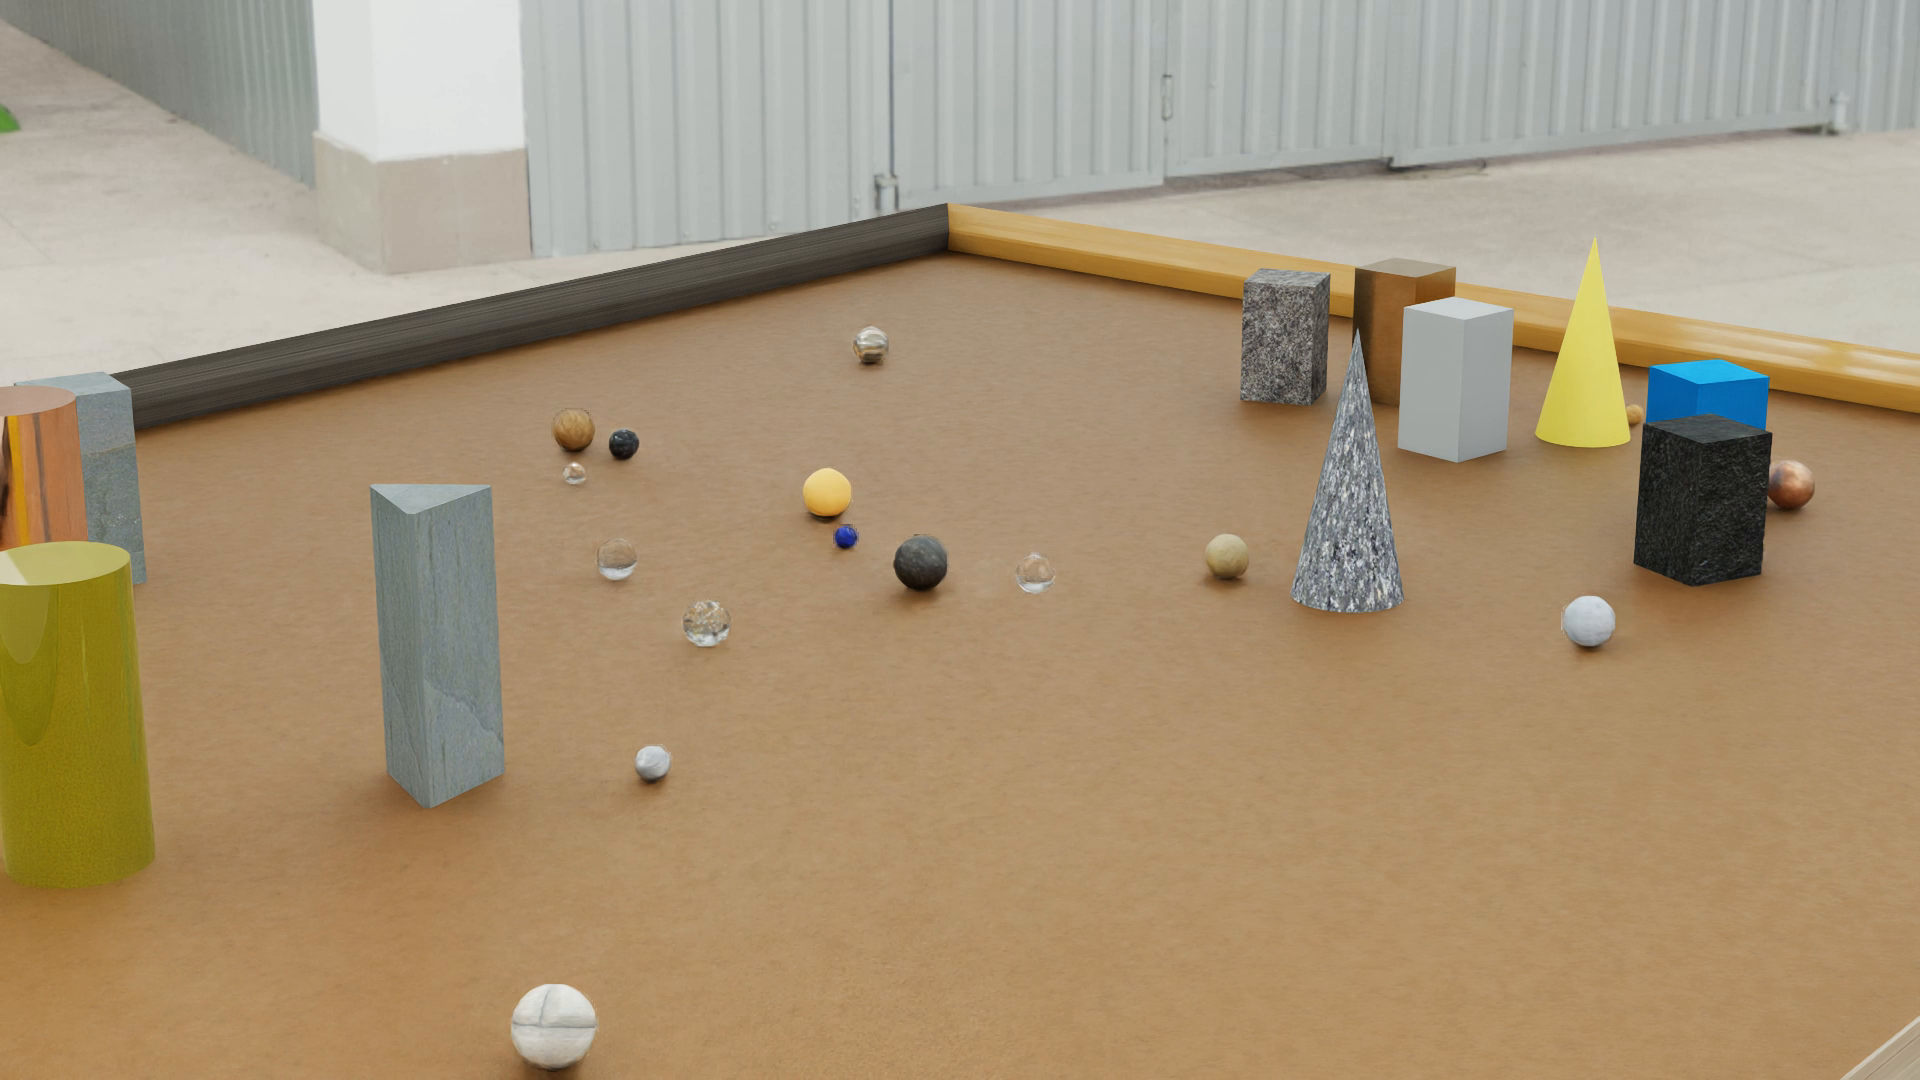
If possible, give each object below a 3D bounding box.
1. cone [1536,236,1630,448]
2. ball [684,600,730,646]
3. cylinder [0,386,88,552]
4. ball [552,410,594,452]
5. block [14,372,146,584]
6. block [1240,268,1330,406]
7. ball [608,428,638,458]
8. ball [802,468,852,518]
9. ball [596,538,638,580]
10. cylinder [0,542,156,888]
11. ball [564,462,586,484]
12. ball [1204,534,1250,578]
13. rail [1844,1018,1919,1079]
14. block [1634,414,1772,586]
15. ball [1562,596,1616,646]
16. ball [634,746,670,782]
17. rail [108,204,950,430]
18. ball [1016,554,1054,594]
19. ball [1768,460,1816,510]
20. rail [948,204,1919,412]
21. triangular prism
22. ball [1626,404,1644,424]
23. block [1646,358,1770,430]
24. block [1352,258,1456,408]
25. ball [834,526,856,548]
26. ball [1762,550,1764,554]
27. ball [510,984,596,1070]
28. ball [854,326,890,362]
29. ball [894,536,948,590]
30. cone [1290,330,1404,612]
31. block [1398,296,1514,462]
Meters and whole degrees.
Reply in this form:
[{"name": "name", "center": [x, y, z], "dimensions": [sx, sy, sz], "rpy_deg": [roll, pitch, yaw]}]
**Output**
[{"name": "cone", "center": [1.314, -0.426, 6.126], "dimensions": [0.198, 0.428, 0.198], "rpy_deg": [0, 17, 0]}, {"name": "ball", "center": [-0.419, 0.138, 4.859], "dimensions": [0.079, 0.079, 0.079], "rpy_deg": [0, 17, 0]}, {"name": "cylinder", "center": [-1.468, 0.011, 4.596], "dimensions": [0.198, 0.473, 0.198], "rpy_deg": [0, 17, 0]}, {"name": "ball", "center": [-0.798, -0.226, 6.056], "dimensions": [0.085, 0.085, 0.085], "rpy_deg": [0, 17, 0]}, {"name": "block", "center": [-1.553, -0.101, 5.175], "dimensions": [0.158, 0.353, 0.158], "rpy_deg": [-11, 20, -31]}, {"name": "block", "center": [0.720, -0.451, 6.490], "dimensions": [0.158, 0.265, 0.158], "rpy_deg": [6, 18, 19]}, {"name": "ball", "center": [-0.688, -0.197, 6.000], "dimensions": [0.062, 0.062, 0.062], "rpy_deg": [0, 17, 0]}, {"name": "ball", "center": [-0.253, -0.090, 5.591], "dimensions": [0.093, 0.093, 0.093], "rpy_deg": [0, 17, 0]}, {"name": "ball", "center": [-0.610, 0.034, 5.212], "dimensions": [0.074, 0.074, 0.074], "rpy_deg": [0, 17, 0]}, {"name": "cylinder", "center": [-1.201, 0.233, 3.942], "dimensions": [0.198, 0.425, 0.198], "rpy_deg": [0, 17, 0]}, {"name": "ball", "center": [-0.764, -0.131, 5.813], "dimensions": [0.044, 0.044, 0.044], "rpy_deg": [0, 17, 0]}, {"name": "ball", "center": [0.475, 0.028, 5.222], "dimensions": [0.079, 0.079, 0.079], "rpy_deg": [0, 17, 0]}, {"name": "rail", "center": [1.547, 0.420, 3.833], "dimensions": [0.045, 0.129, 4.670], "rpy_deg": [14, 22, 39]}, {"name": "block", "center": [1.327, -0.073, 5.242], "dimensions": [0.158, 0.262, 0.158], "rpy_deg": [-9, 19, -26]}, {"name": "ball", "center": [1.043, 0.134, 4.859], "dimensions": [0.085, 0.085, 0.085], "rpy_deg": [0, 17, 0]}, {"name": "ball", "center": [-0.449, 0.326, 4.279], "dimensions": [0.053, 0.053, 0.053], "rpy_deg": [0, 17, 0]}, {"name": "rail", "center": [-1.547, -0.355, 6.406], "dimensions": [0.045, 0.129, 4.670], "rpy_deg": [14, 22, 39]}, {"name": "ball", "center": [0.132, 0.060, 5.135], "dimensions": [0.069, 0.069, 0.069], "rpy_deg": [0, 17, 0]}, {"name": "ball", "center": [1.599, -0.106, 5.643], "dimensions": [0.094, 0.094, 0.094], "rpy_deg": [0, 17, 0]}, {"name": "rail", "center": [1.515, -0.471, 6.791], "dimensions": [4.146, 0.129, 0.045], "rpy_deg": [14, 22, 39]}, {"name": "triangular prism", "center": [-0.779, 0.141, 4.225], "dimensions": [0.148, 0.438, 0.171], "rpy_deg": [10, 19, 30]}, {"name": "ball", "center": [1.440, -0.268, 6.270], "dimensions": [0.042, 0.042, 0.042], "rpy_deg": [0, 17, 0]}, {"name": "block", "center": [1.417, -0.186, 5.587], "dimensions": [0.158, 0.279, 0.158], "rpy_deg": [-6, 18, -20]}, {"name": "block", "center": [0.976, -0.456, 6.460], "dimensions": [0.158, 0.293, 0.158], "rpy_deg": [15, 22, 40]}, {"name": "ball", "center": [-0.211, -0.005, 5.398], "dimensions": [0.041, 0.041, 0.041], "rpy_deg": [0, 17, 0]}, {"name": "ball", "center": [1.430, 0.014, 5.313], "dimensions": [0.054, 0.054, 0.054], "rpy_deg": [0, 17, 0]}, {"name": "ball", "center": [-0.472, 0.565, 3.406], "dimensions": [0.099, 0.099, 0.099], "rpy_deg": [0, 17, 0]}, {"name": "ball", "center": [-0.206, -0.454, 6.817], "dimensions": [0.083, 0.083, 0.083], "rpy_deg": [0, 17, 0]}, {"name": "ball", "center": [-0.069, 0.041, 5.150], "dimensions": [0.096, 0.096, 0.096], "rpy_deg": [0, 17, 0]}, {"name": "cone", "center": [0.678, -0.134, 5.064], "dimensions": [0.198, 0.481, 0.198], "rpy_deg": [0, 17, 0]}, {"name": "block", "center": [1.021, -0.332, 6.040], "dimensions": [0.158, 0.297, 0.158], "rpy_deg": [-14, 22, -39]}]
